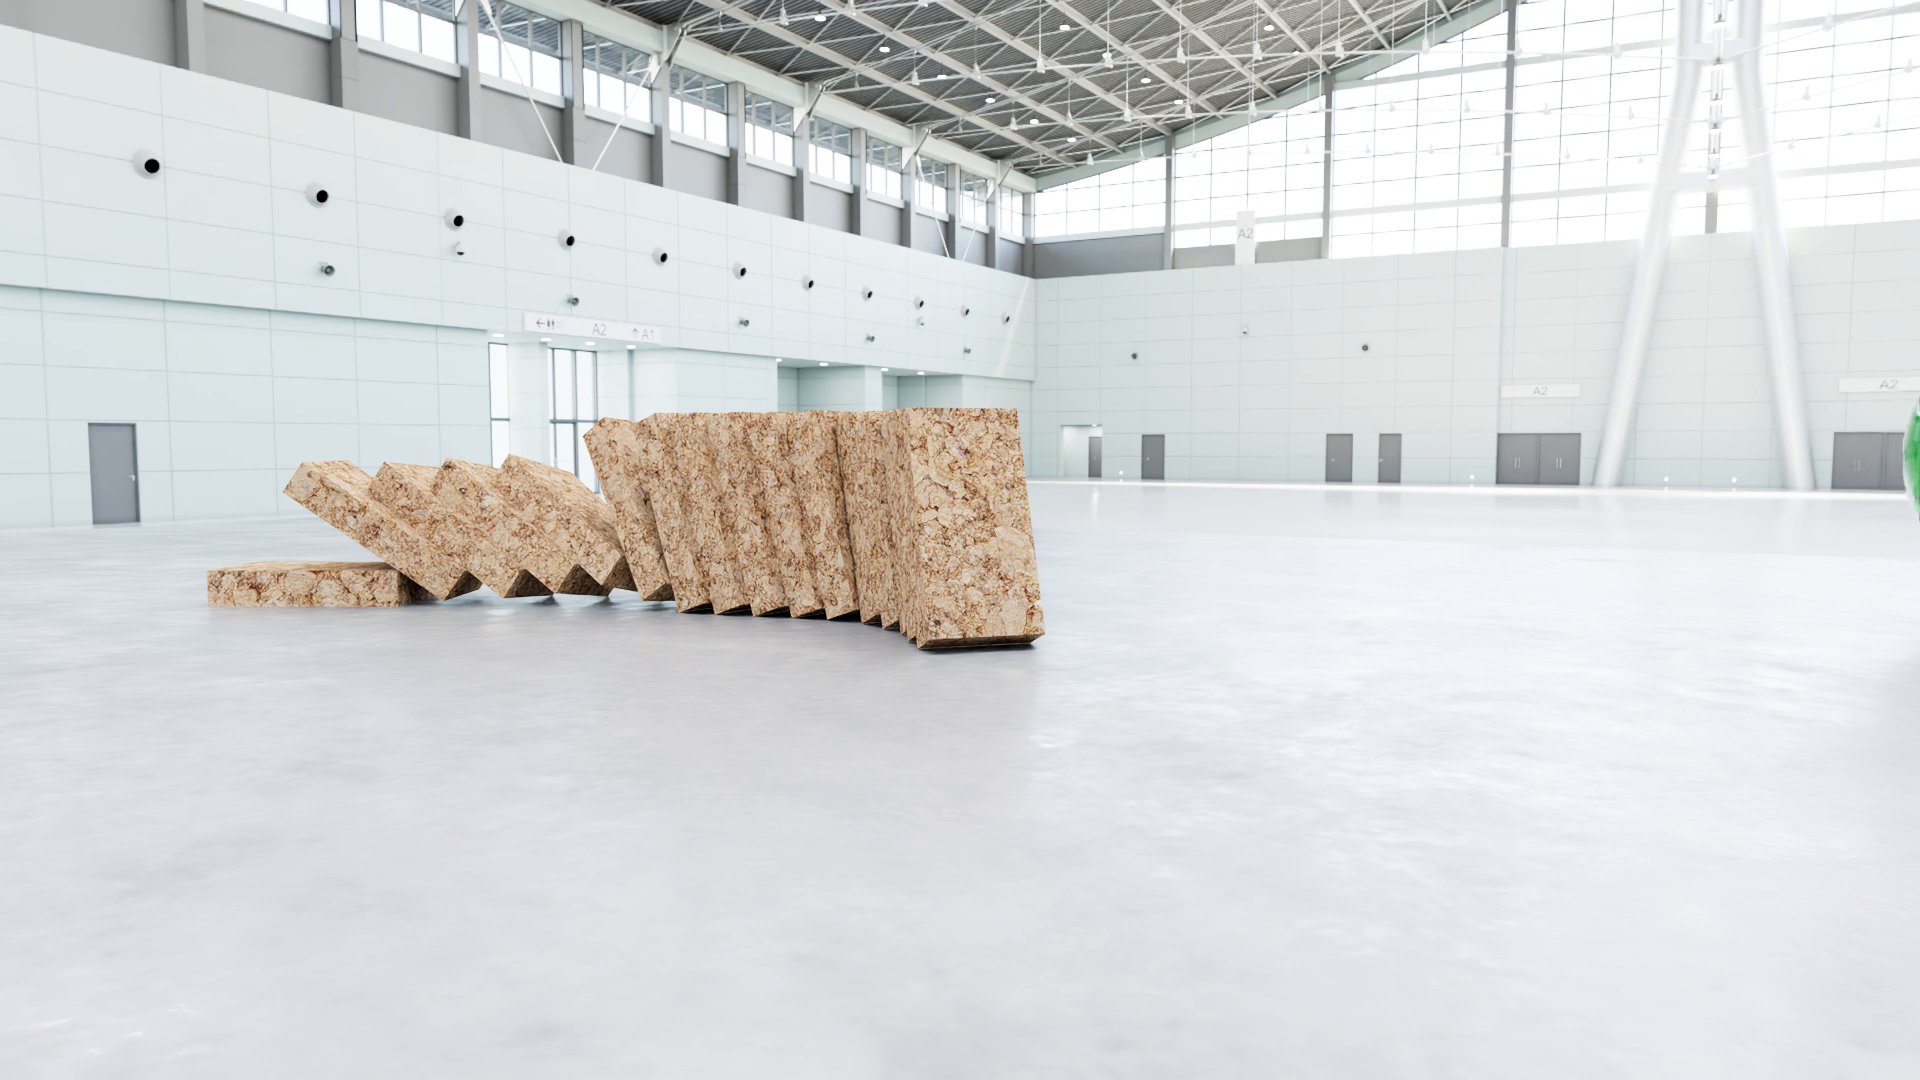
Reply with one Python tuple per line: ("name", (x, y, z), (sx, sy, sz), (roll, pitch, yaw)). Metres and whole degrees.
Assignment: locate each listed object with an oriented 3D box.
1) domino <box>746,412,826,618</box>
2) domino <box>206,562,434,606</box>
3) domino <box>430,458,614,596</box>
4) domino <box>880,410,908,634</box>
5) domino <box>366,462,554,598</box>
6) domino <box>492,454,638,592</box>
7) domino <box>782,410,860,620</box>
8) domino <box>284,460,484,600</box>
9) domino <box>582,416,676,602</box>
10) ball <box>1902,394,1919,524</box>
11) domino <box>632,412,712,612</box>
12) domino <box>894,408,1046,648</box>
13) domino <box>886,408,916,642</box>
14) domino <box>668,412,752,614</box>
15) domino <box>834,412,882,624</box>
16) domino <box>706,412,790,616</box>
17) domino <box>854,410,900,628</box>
("domino", (-0.036, -0.007, 0.324), (0.010, 0.050, 0.025), (-20, -9, 38))
("domino", (-0.172, 0.012, 0.348), (0.050, 0.009, 0.025), (0, 4, 1))
("domino", (-0.118, -0.003, 0.352), (0.050, 0.009, 0.025), (36, 6, 16))
("domino", (-0.003, -0.004, 0.292), (0.025, 0.050, 0.010), (-1, -16, -18))
("domino", (-0.134, -0.003, 0.352), (0.050, 0.009, 0.025), (36, 7, 10))
("domino", (-0.103, -0.004, 0.352), (0.050, 0.009, 0.025), (37, 7, 25))
("domino", (-0.026, -0.007, 0.319), (0.010, 0.050, 0.025), (-20, -10, 38))
("domino", (-0.153, -0.003, 0.347), (0.050, 0.009, 0.025), (35, 4, -3))
("domino", (-0.080, -0.008, 0.343), (0.010, 0.050, 0.025), (-34, -20, 28))
("ball", (0.281, -0.021, 0.316), (0.080, 0.080, 0.080), (0, 4, 0))
("domino", (-0.067, -0.008, 0.334), (0.010, 0.050, 0.025), (-20, -8, 35))
("domino", (0.002, -0.003, 0.273), (0.025, 0.050, 0.010), (-1, -16, -18))
("domino", (-0.001, -0.004, 0.282), (0.025, 0.050, 0.010), (-1, -16, -18))
("domino", (-0.057, -0.007, 0.330), (0.009, 0.050, 0.025), (-20, -8, 35))
("domino", (-0.014, -0.006, 0.311), (0.025, 0.050, 0.010), (-2, -15, -26))
("domino", (-0.047, -0.007, 0.327), (0.010, 0.050, 0.025), (-20, -8, 35))
("domino", (-0.008, -0.005, 0.303), (0.025, 0.050, 0.010), (-2, -15, -26))
